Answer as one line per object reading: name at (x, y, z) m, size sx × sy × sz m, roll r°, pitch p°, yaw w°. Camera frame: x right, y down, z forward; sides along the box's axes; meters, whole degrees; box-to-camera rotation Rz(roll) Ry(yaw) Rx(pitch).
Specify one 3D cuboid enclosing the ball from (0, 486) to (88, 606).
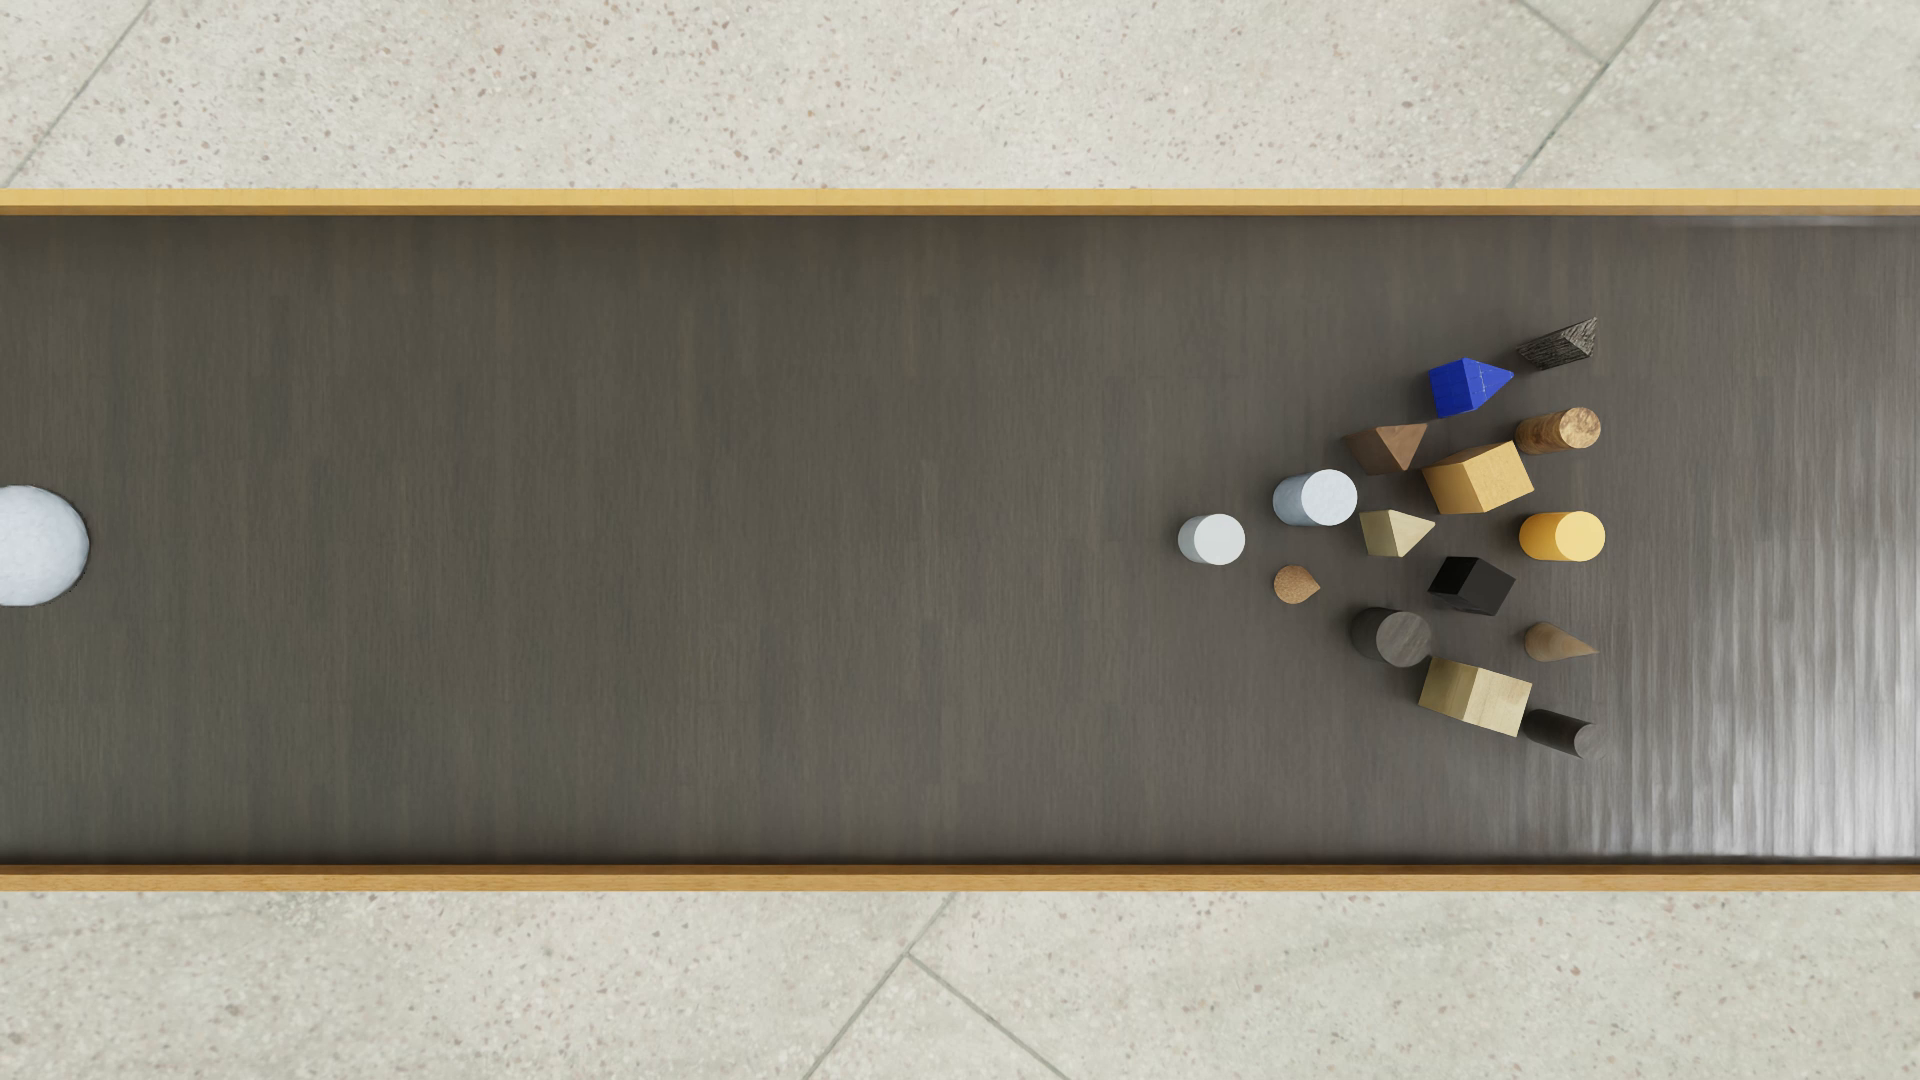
ball at (-2.790, 0.017, 4.896) m, size 0.360 × 0.360 × 0.360 m, roll 0°, pitch 90°, yaw 0°

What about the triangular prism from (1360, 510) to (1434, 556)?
triangular prism at (1.271, -0.042, 4.901) m, size 0.138 × 0.351 × 0.119 m, roll -44°, pitch 90°, yaw 0°

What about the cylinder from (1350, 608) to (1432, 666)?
cylinder at (1.281, 0.286, 4.918) m, size 0.160 × 0.318 × 0.160 m, roll 0°, pitch 90°, yaw 0°

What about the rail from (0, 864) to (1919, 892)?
rail at (-2.247, 1.025, 5.001) m, size 12.000 × 0.150 × 0.050 m, roll 0°, pitch 90°, yaw 0°

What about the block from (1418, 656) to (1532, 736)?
block at (1.507, 0.455, 4.850) m, size 0.156 × 0.453 × 0.156 m, roll 17°, pitch 90°, yaw 0°

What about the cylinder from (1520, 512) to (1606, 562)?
cylinder at (1.793, -0.011, 4.922) m, size 0.144 × 0.309 × 0.144 m, roll 0°, pitch 90°, yaw 0°

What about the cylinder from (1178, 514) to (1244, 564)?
cylinder at (0.744, -0.002, 4.901) m, size 0.146 × 0.351 × 0.146 m, roll 0°, pitch 90°, yaw 0°

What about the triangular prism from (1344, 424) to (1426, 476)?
triangular prism at (1.273, -0.292, 4.877) m, size 0.125 × 0.399 × 0.145 m, roll -35°, pitch 90°, yaw 0°

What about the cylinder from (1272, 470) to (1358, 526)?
cylinder at (1.041, -0.120, 4.863) m, size 0.158 × 0.428 × 0.158 m, roll 0°, pitch 90°, yaw 0°

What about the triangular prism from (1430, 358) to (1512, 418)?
triangular prism at (1.488, -0.473, 4.903) m, size 0.152 × 0.347 × 0.132 m, roll -42°, pitch 90°, yaw 0°

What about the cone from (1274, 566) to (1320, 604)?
cone at (1.027, 0.137, 4.885) m, size 0.119 × 0.383 × 0.119 m, roll 0°, pitch 90°, yaw 0°

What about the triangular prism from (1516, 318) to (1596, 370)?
triangular prism at (1.782, -0.594, 4.885) m, size 0.111 × 0.382 × 0.096 m, roll 37°, pitch 90°, yaw 0°

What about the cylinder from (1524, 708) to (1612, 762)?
cylinder at (1.786, 0.572, 4.866) m, size 0.105 × 0.421 × 0.105 m, roll 0°, pitch 90°, yaw 0°

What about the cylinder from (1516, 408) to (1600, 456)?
cylinder at (1.767, -0.320, 4.888) m, size 0.117 × 0.377 × 0.117 m, roll 0°, pitch 90°, yaw 0°

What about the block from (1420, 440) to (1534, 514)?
block at (1.520, -0.180, 4.866) m, size 0.154 × 0.421 × 0.154 m, roll -24°, pitch 90°, yaw 0°

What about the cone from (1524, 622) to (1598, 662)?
cone at (1.799, 0.315, 4.856) m, size 0.123 × 0.441 × 0.123 m, roll 0°, pitch 90°, yaw 0°

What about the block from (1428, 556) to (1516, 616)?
block at (1.523, 0.136, 4.923) m, size 0.125 × 0.307 × 0.125 m, roll 30°, pitch 90°, yaw 0°

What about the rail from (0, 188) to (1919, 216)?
rail at (-2.247, -1.025, 5.002) m, size 12.000 × 0.150 × 0.050 m, roll 0°, pitch 90°, yaw 0°
